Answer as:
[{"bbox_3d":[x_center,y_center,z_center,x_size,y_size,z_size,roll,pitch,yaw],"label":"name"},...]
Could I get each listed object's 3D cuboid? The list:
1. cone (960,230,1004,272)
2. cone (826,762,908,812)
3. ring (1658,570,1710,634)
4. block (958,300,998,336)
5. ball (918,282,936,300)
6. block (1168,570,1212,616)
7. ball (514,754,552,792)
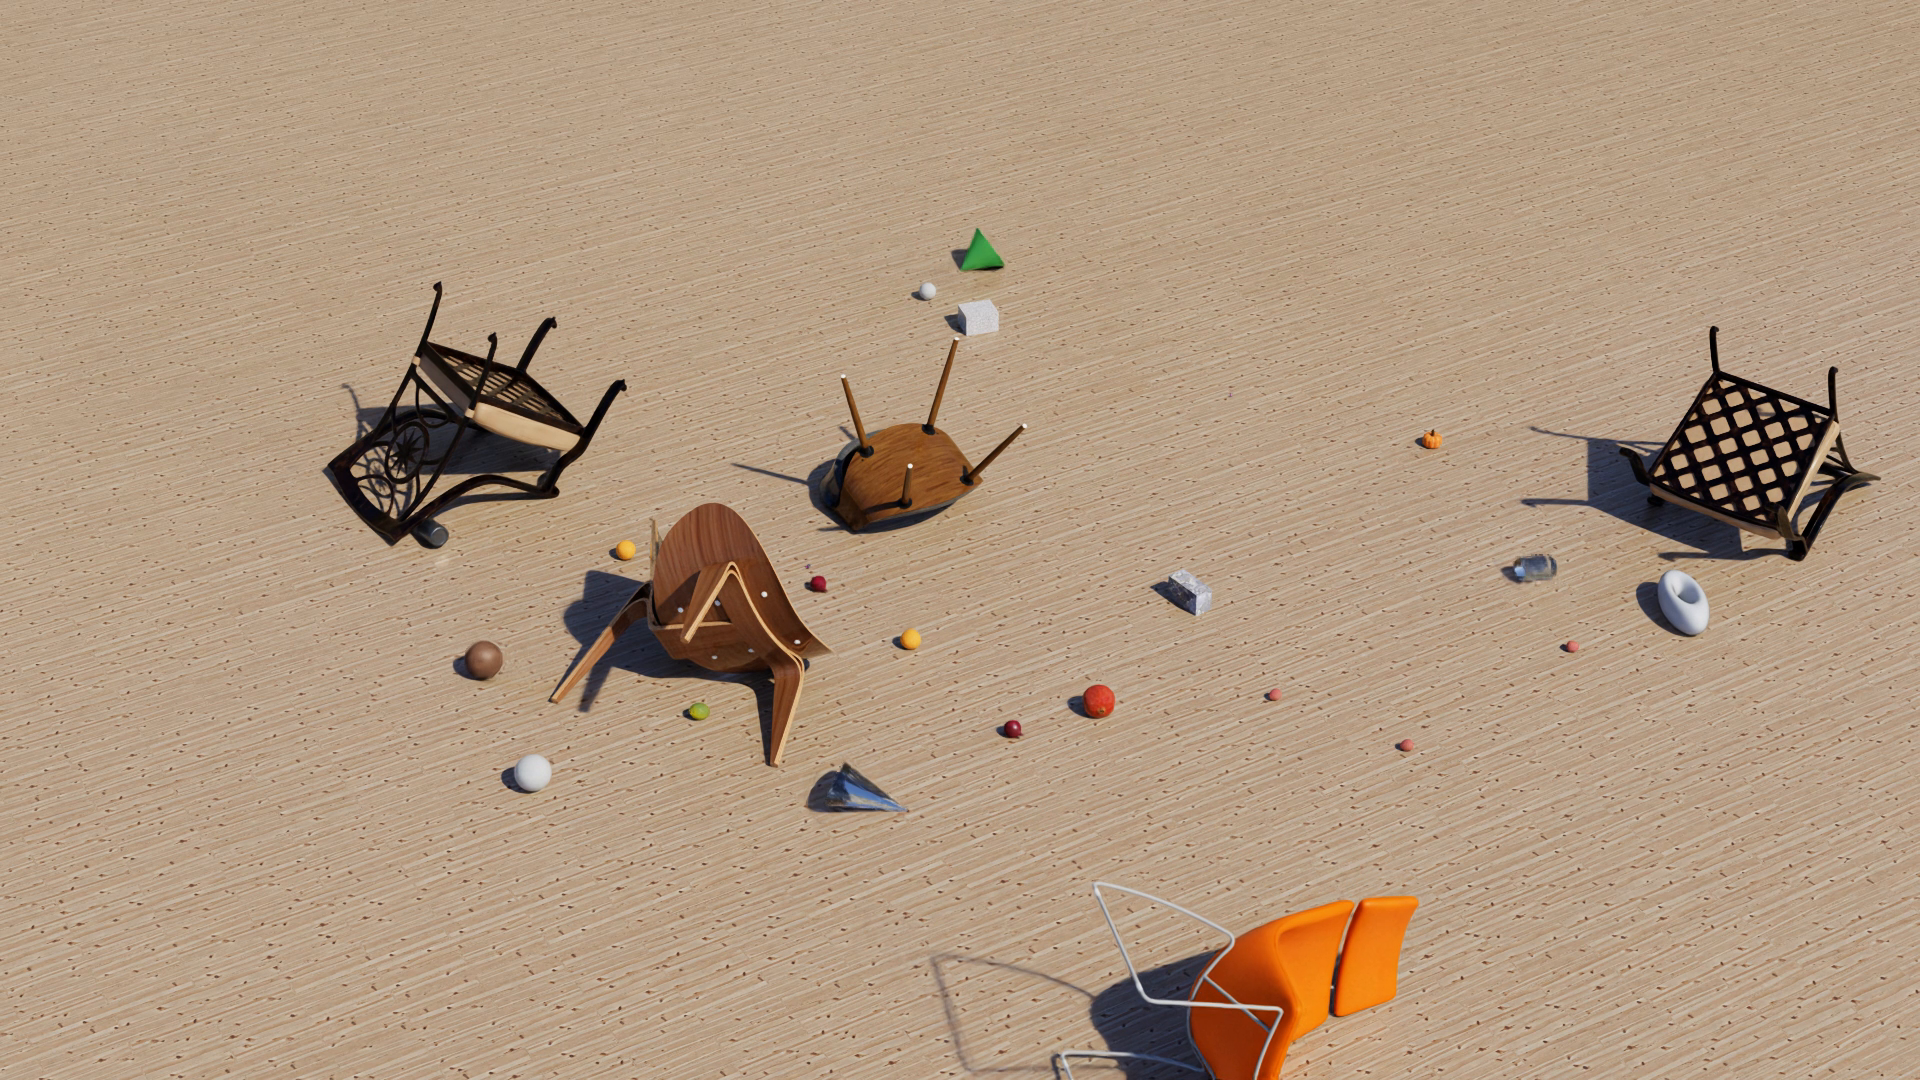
[{"bbox_3d":[0.067,-1.217,12.711,0.170,0.213,0.198,-37,73,2],"label":"cone"},{"bbox_3d":[-0.286,0.843,9.607,0.254,0.123,0.243,21,23,4],"label":"cone"},{"bbox_3d":[2.592,0.223,10.505,0.156,0.113,0.335,-6,33,-5],"label":"ring"},{"bbox_3d":[0.076,-0.931,12.278,0.141,0.088,0.119,-10,35,-15],"label":"block"},{"bbox_3d":[-0.138,-1.060,12.485,0.074,0.074,0.074,0,33,0],"label":"ball"},{"bbox_3d":[0.828,0.190,10.575,0.071,0.090,0.159,-22,39,-29],"label":"block"},{"bbox_3d":[-1.408,0.767,9.668,0.124,0.124,0.124,0,33,0],"label":"ball"}]
